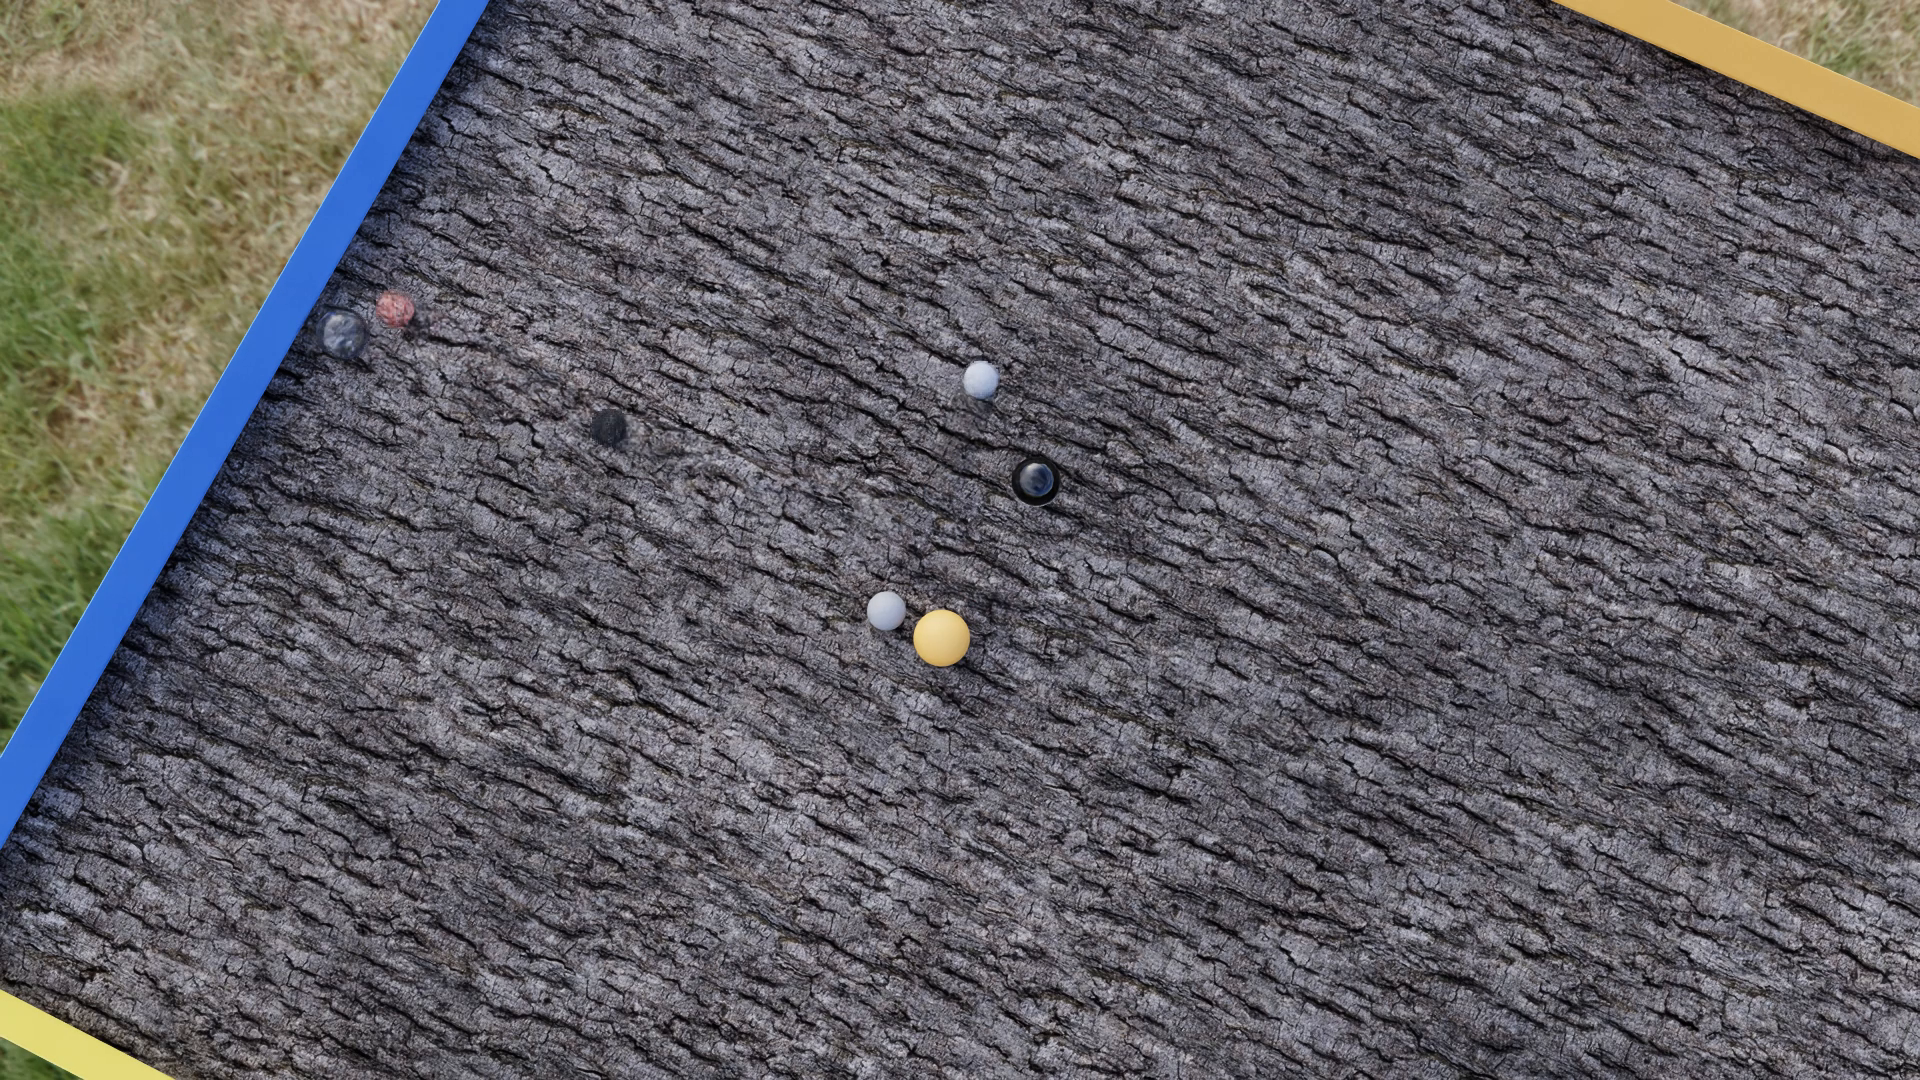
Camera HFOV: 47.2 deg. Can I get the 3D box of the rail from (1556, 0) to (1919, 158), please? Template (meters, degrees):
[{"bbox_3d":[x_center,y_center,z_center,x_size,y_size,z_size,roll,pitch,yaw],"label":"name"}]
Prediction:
[{"bbox_3d":[1.520,-0.610,3.435,4.398,0.110,0.045,25,78,6],"label":"rail"}]

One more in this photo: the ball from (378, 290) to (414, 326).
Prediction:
[{"bbox_3d":[-0.874,-0.358,3.406,0.055,0.055,0.055,0,77,0],"label":"ball"}]

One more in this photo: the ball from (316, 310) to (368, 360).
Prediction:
[{"bbox_3d":[-0.952,-0.317,3.386,0.077,0.077,0.077,0,77,0],"label":"ball"}]

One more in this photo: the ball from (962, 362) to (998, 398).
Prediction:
[{"bbox_3d":[0.032,-0.245,3.381,0.055,0.055,0.055,0,77,0],"label":"ball"}]

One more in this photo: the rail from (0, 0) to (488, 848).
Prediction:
[{"bbox_3d":[-0.969,-0.461,3.401,0.045,0.110,2.485,25,78,6],"label":"rail"}]

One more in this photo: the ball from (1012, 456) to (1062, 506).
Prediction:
[{"bbox_3d":[0.116,-0.088,3.334,0.076,0.076,0.076,0,77,0],"label":"ball"}]

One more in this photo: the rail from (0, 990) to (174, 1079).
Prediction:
[{"bbox_3d":[0.461,1.530,2.946,4.398,0.110,0.045,25,78,6],"label":"rail"}]

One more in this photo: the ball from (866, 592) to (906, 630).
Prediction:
[{"bbox_3d":[-0.110,0.107,3.298,0.059,0.059,0.059,0,77,0],"label":"ball"}]

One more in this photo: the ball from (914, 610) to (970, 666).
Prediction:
[{"bbox_3d":[-0.027,0.146,3.276,0.085,0.085,0.085,0,77,0],"label":"ball"}]

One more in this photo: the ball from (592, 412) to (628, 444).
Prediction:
[{"bbox_3d":[-0.536,-0.171,3.366,0.052,0.052,0.052,0,77,0],"label":"ball"}]
